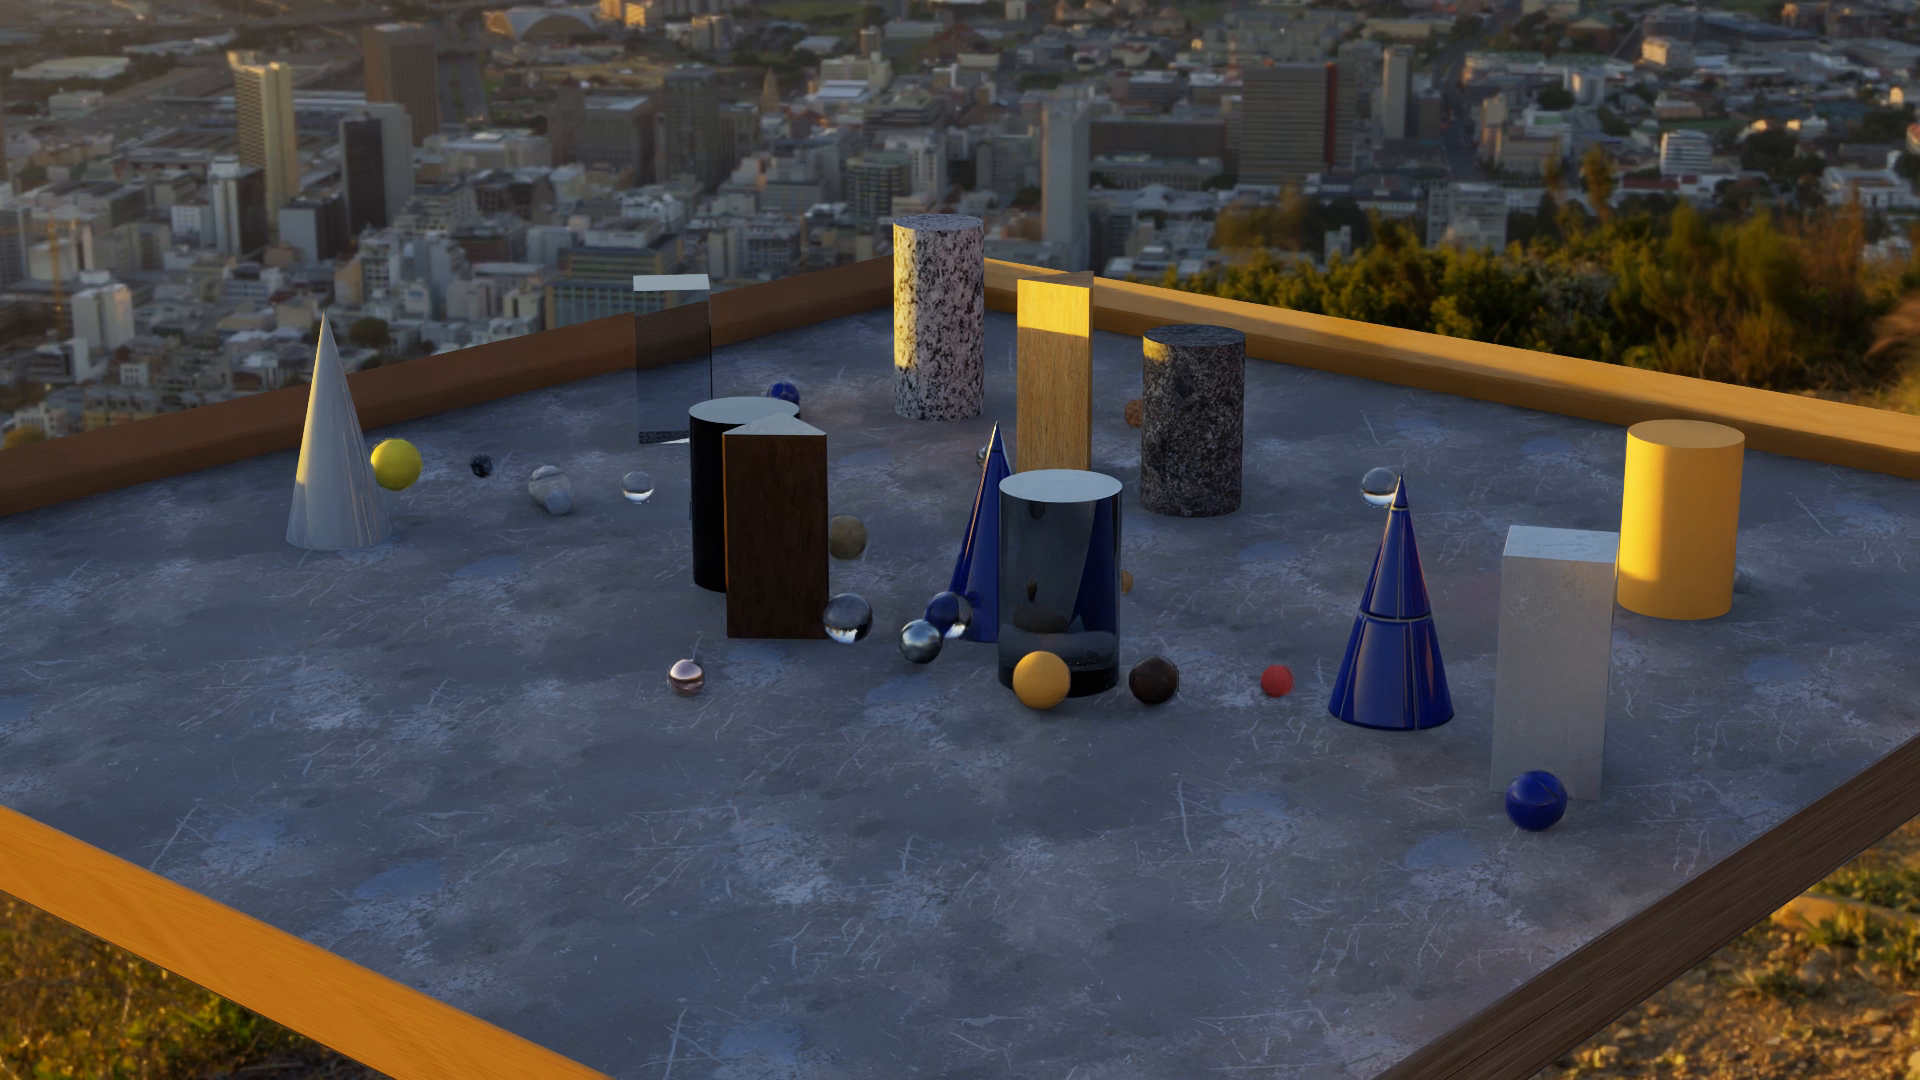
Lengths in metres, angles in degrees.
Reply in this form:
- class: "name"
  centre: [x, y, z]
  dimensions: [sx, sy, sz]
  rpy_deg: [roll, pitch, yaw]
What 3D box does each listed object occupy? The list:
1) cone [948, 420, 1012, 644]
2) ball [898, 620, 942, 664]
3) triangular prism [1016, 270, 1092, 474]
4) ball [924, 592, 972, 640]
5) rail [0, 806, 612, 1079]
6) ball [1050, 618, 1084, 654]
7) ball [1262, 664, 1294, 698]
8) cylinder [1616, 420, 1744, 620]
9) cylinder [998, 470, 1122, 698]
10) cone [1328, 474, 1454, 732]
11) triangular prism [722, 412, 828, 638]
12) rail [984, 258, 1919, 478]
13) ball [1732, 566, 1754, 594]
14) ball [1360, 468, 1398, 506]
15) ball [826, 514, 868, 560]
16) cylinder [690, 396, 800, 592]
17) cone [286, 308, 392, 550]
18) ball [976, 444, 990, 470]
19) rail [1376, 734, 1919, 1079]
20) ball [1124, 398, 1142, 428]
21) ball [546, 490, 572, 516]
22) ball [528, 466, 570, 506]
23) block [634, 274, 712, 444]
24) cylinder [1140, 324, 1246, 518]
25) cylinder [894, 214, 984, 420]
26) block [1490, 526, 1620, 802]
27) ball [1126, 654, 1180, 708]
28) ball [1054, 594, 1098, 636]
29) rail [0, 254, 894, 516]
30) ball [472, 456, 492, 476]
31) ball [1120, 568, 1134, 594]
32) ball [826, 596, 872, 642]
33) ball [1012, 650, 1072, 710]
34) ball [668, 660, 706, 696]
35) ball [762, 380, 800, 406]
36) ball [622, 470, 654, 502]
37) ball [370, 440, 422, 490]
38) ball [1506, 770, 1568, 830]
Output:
- class: "cone"
  centre: [0.062, -0.028, 4.920]
  dimensions: [0.195, 0.359, 0.195]
  rpy_deg: [0, 17, 0]
- class: "ball"
  centre: [-0.065, 0.166, 4.773]
  dimensions: [0.073, 0.073, 0.073]
  rpy_deg: [0, 17, 0]
- class: "triangular prism"
  centre: [0.223, -0.326, 5.835]
  dimensions: [0.169, 0.401, 0.146]
  rpy_deg: [10, 20, 31]
- class: "ball"
  centre: [-0.019, 0.125, 4.866]
  dimensions: [0.080, 0.080, 0.080]
  rpy_deg: [0, 17, 0]
- class: "rail"
  centre: [-1.174, 0.422, 3.826]
  dimensions: [3.395, 0.126, 0.045]
  rpy_deg: [14, 22, 39]
- class: "ball"
  centre: [0.176, 0.158, 4.825]
  dimensions: [0.057, 0.057, 0.057]
  rpy_deg: [0, 17, 0]
- class: "ball"
  centre: [0.500, 0.222, 4.623]
  dimensions: [0.051, 0.051, 0.051]
  rpy_deg: [0, 17, 0]
- class: "cylinder"
  centre: [1.239, -0.037, 5.046]
  dimensions: [0.195, 0.302, 0.195]
  rpy_deg: [0, 17, 0]
- class: "cylinder"
  centre: [0.159, 0.068, 4.667]
  dimensions: [0.195, 0.321, 0.195]
  rpy_deg: [0, 17, 0]
- class: "cone"
  centre: [0.671, 0.081, 4.513]
  dimensions: [0.195, 0.385, 0.195]
  rpy_deg: [0, 17, 0]
- class: "triangular prism"
  centre: [-0.302, -0.026, 4.923]
  dimensions: [0.169, 0.352, 0.146]
  rpy_deg: [0, 17, 2]
- class: "rail"
  centre: [1.174, -0.359, 6.415]
  dimensions: [3.395, 0.126, 0.045]
  rpy_deg: [14, 22, 39]
- class: "ball"
  centre: [1.365, 0.069, 5.135]
  dimensions: [0.048, 0.048, 0.048]
  rpy_deg: [0, 17, 0]
- class: "ball"
  centre: [0.811, -0.102, 5.658]
  dimensions: [0.075, 0.075, 0.075]
  rpy_deg: [0, 17, 0]
- class: "ball"
  centre: [-0.209, -0.005, 5.322]
  dimensions: [0.082, 0.082, 0.082]
  rpy_deg: [0, 17, 0]
- class: "cylinder"
  centre: [-0.378, -0.081, 5.182]
  dimensions: [0.195, 0.308, 0.195]
  rpy_deg: [0, 17, 0]
- class: "cone"
  centre: [-1.160, -0.218, 5.417]
  dimensions: [0.195, 0.435, 0.195]
  rpy_deg: [0, 17, 0]
- class: "ball"
  centre: [0.063, -0.162, 5.882]
  dimensions: [0.059, 0.059, 0.059]
  rpy_deg: [0, 17, 0]
- class: "rail"
  centre: [1.264, 0.349, 4.070]
  dimensions: [0.045, 0.126, 3.629]
  rpy_deg: [14, 22, 39]
- class: "ball"
  centre: [0.380, -0.270, 6.234]
  dimensions: [0.063, 0.063, 0.063]
  rpy_deg: [0, 17, 0]
- class: "ball"
  centre: [-0.766, -0.072, 5.601]
  dimensions: [0.049, 0.049, 0.049]
  rpy_deg: [0, 17, 0]
- class: "ball"
  centre: [-0.792, -0.104, 5.655]
  dimensions: [0.079, 0.079, 0.079]
  rpy_deg: [0, 17, 0]
- class: "block"
  centre: [-0.601, -0.380, 6.146]
  dimensions: [0.156, 0.325, 0.156]
  rpy_deg: [-2, 17, -6]
- class: "cylinder"
  centre: [0.447, -0.230, 5.634]
  dimensions: [0.195, 0.333, 0.195]
  rpy_deg: [0, 17, 0]
- class: "cylinder"
  centre: [-0.045, -0.482, 6.328]
  dimensions: [0.195, 0.414, 0.195]
  rpy_deg: [0, 17, 0]
- class: "block"
  centre: [0.861, 0.176, 4.244]
  dimensions: [0.156, 0.357, 0.156]
  rpy_deg: [4, 17, 14]
- class: "ball"
  centre: [0.302, 0.219, 4.588]
  dimensions: [0.085, 0.085, 0.085]
  rpy_deg: [0, 17, 0]
- class: "ball"
  centre: [0.194, 0.126, 4.904]
  dimensions: [0.072, 0.072, 0.072]
  rpy_deg: [0, 17, 0]
- class: "rail"
  centre: [-1.264, -0.285, 6.171]
  dimensions: [0.045, 0.126, 3.629]
  rpy_deg: [14, 22, 39]
- class: "ball"
  centre: [-0.956, -0.147, 5.864]
  dimensions: [0.042, 0.042, 0.042]
  rpy_deg: [0, 17, 0]
- class: "ball"
  centre: [0.282, 0.073, 5.129]
  dimensions: [0.044, 0.044, 0.044]
  rpy_deg: [0, 17, 0]
- class: "ball"
  centre: [-0.185, 0.130, 4.868]
  dimensions: [0.076, 0.076, 0.076]
  rpy_deg: [0, 17, 0]
- class: "ball"
  centre: [0.128, 0.218, 4.567]
  dimensions: [0.091, 0.091, 0.091]
  rpy_deg: [0, 17, 0]
- class: "ball"
  centre: [-0.431, 0.217, 4.627]
  dimensions: [0.058, 0.058, 0.058]
  rpy_deg: [0, 17, 0]
- class: "ball"
  centre: [-0.385, -0.304, 6.317]
  dimensions: [0.080, 0.080, 0.080]
  rpy_deg: [0, 17, 0]
- class: "ball"
  centre: [-0.626, -0.104, 5.687]
  dimensions: [0.061, 0.061, 0.061]
  rpy_deg: [0, 17, 0]
- class: "ball"
  centre: [-1.062, -0.141, 5.520]
  dimensions: [0.097, 0.097, 0.097]
  rpy_deg: [0, 17, 0]
- class: "ball"
  centre: [0.806, 0.363, 4.098]
  dimensions: [0.084, 0.084, 0.084]
  rpy_deg: [0, 17, 0]
